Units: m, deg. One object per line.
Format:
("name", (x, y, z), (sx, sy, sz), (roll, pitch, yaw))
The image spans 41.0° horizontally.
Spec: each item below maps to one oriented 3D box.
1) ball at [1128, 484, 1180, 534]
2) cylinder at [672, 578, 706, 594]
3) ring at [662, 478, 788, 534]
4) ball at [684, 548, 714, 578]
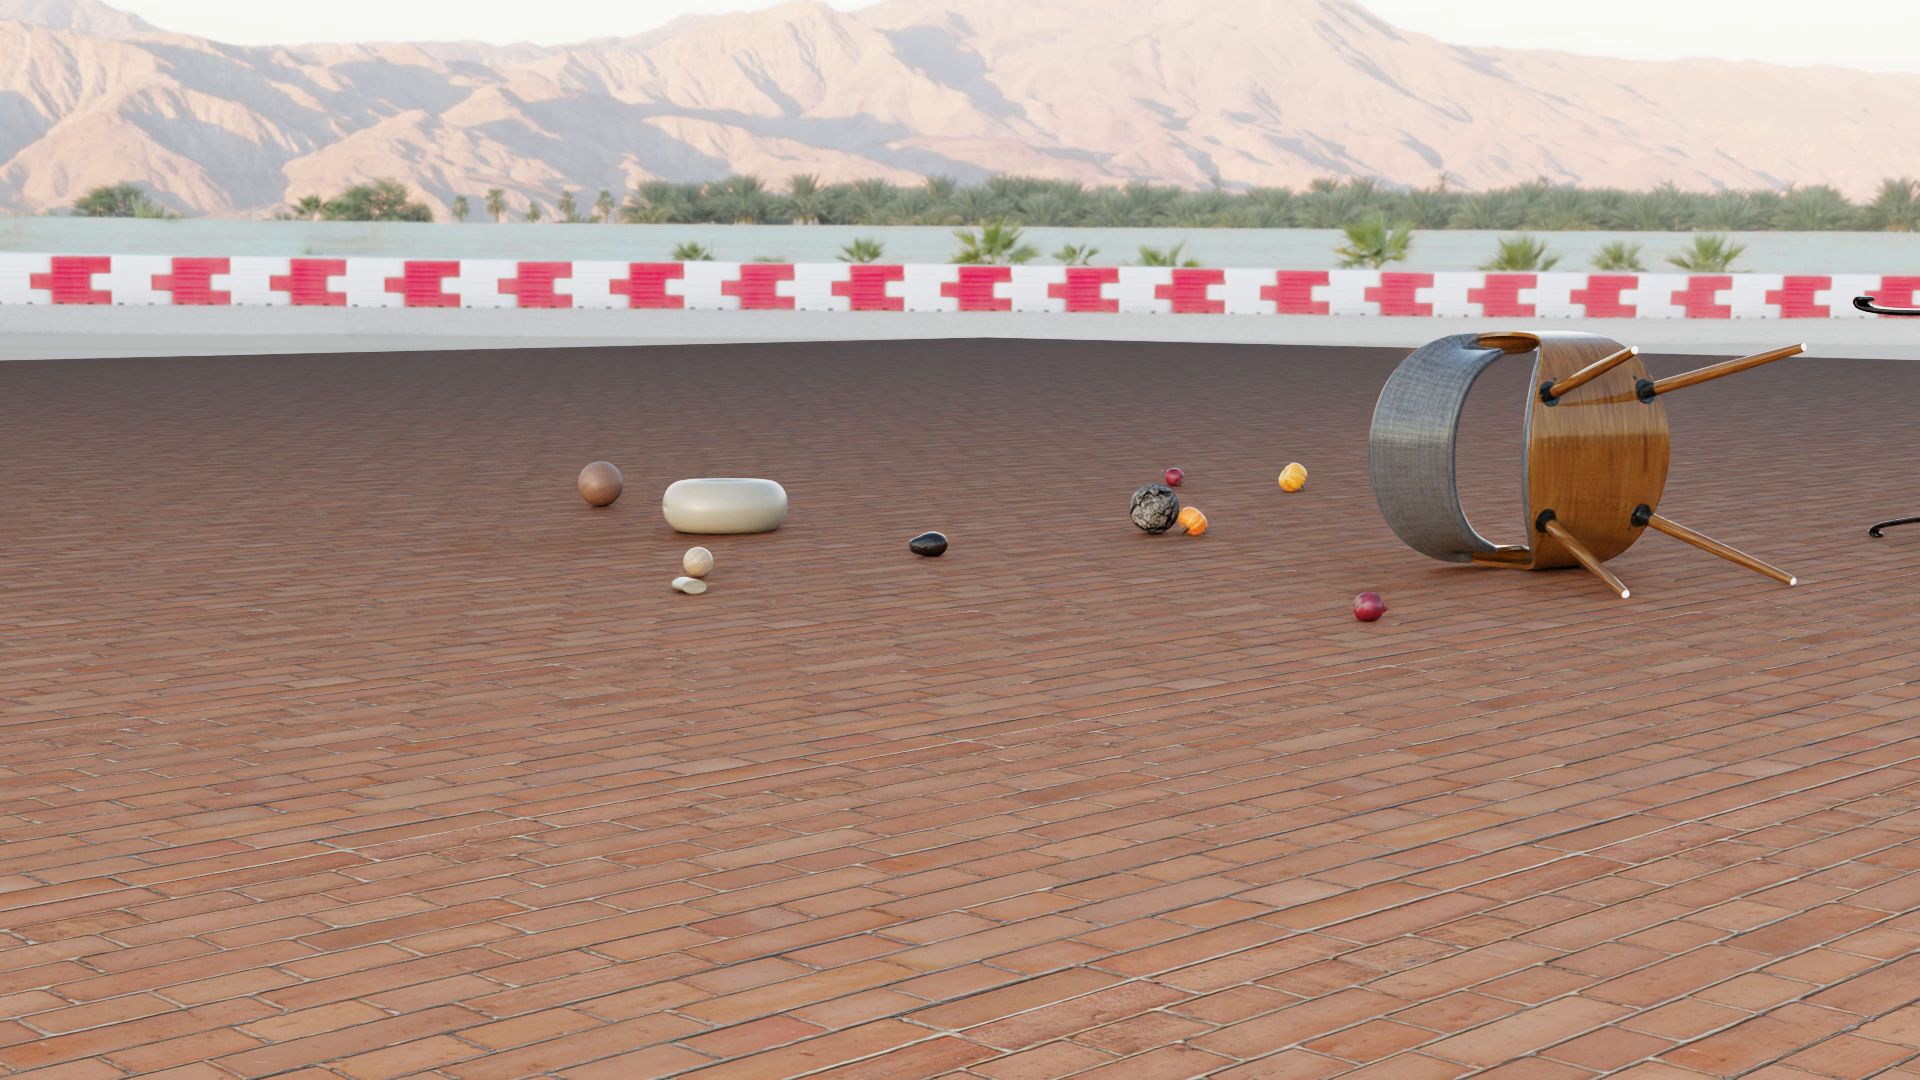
("ball", (0.497, -0.081, 6.564), (0.129, 0.129, 0.129), (0, 6, 0))
("cylinder", (-0.564, 0.095, 5.348), (0.055, 0.030, 0.056), (0, 5, -30))
("ring", (-0.606, -0.088, 6.634), (0.330, 0.133, 0.262), (-1, 4, -22))
("ball", (-0.573, 0.049, 5.615), (0.066, 0.066, 0.066), (0, 6, 0))
